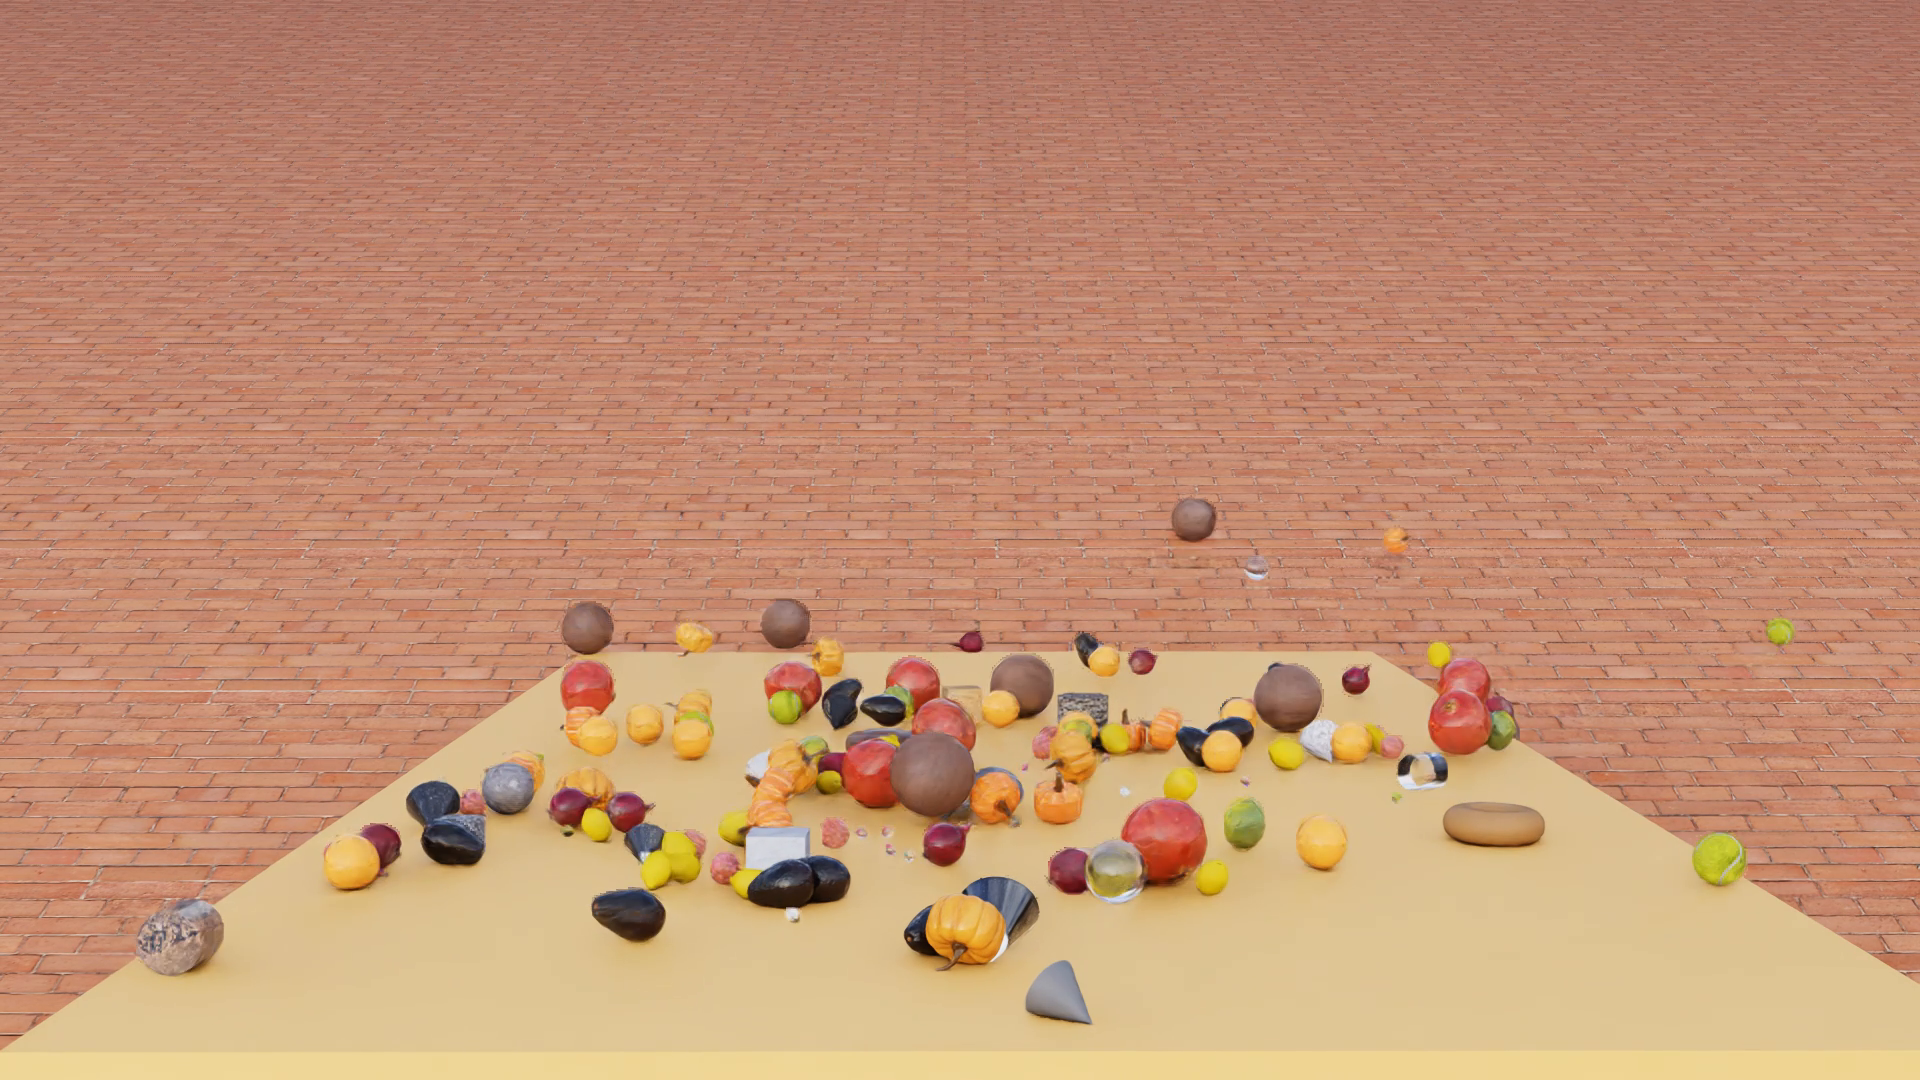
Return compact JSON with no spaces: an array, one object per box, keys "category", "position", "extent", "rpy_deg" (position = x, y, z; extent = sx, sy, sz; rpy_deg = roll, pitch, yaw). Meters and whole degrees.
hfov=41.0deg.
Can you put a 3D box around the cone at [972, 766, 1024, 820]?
[{"category":"cone","position":[0.046,0.407,3.956],"extent":[0.083,0.083,0.083],"rpy_deg":[6,31,16]}]

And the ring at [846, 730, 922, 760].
[{"category":"ring","position":[-0.138,0.367,4.611],"extent":[0.137,0.046,0.137],"rpy_deg":[0,2,0]}]

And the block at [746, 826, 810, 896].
[{"category":"block","position":[-0.237,0.420,3.360],"extent":[0.077,0.077,0.077],"rpy_deg":[0,3,1]}]

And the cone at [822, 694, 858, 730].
[{"category":"cone","position":[-0.239,0.351,5.016],"extent":[0.071,0.071,0.071],"rpy_deg":[2,30,6]}]

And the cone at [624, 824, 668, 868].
[{"category":"cone","position":[-0.433,0.434,3.541],"extent":[0.062,0.062,0.062],"rpy_deg":[-2,30,-5]}]

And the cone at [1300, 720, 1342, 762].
[{"category":"cone","position":[0.651,0.374,4.570],"extent":[0.078,0.078,0.078],"rpy_deg":[-3,30,-7]}]

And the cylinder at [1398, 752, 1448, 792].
[{"category":"cylinder","position":[0.760,0.381,4.220],"extent":[0.060,0.060,0.060],"rpy_deg":[-2,18,-39]}]

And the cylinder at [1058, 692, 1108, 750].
[{"category":"cylinder","position":[0.228,0.334,4.747],"extent":[0.094,0.094,0.094],"rpy_deg":[0,3,0]}]

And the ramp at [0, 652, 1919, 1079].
[{"category":"ramp","position":[0.049,0.444,4.532],"extent":[2.000,0.100,4.000],"rpy_deg":[0,3,0]}]

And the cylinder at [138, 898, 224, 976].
[{"category":"cylinder","position":[-0.879,0.448,2.899],"extent":[0.073,0.073,0.073],"rpy_deg":[2,3,4]}]

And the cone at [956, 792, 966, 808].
[{"category":"cone","position":[-0.014,0.395,4.056],"extent":[0.050,0.050,0.050],"rpy_deg":[0,3,0]}]

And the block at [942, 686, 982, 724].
[{"category":"block","position":[0.004,0.327,5.117],"extent":[0.068,0.068,0.068],"rpy_deg":[-1,3,-12]}]

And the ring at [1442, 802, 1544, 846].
[{"category":"ring","position":[0.776,0.413,3.738],"extent":[0.146,0.049,0.146],"rpy_deg":[1,3,0]}]

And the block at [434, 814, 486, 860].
[{"category":"block","position":[-0.704,0.417,3.618],"extent":[0.054,0.054,0.054],"rpy_deg":[1,3,11]}]

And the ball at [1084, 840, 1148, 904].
[{"category":"ball","position":[0.198,0.422,3.272],"extent":[0.081,0.081,0.081],"rpy_deg":[0,21,0]}]

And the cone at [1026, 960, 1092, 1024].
[{"category":"cone","position":[0.114,0.482,2.658],"extent":[0.067,0.067,0.067],"rpy_deg":[-18,41,-39]}]

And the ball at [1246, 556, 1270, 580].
[{"category":"ball","position":[0.836,0.080,7.228],"extent":[0.066,0.066,0.066],"rpy_deg":[0,21,0]}]

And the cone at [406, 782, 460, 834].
[{"category":"cone","position":[-0.782,0.415,3.821],"extent":[0.081,0.081,0.081],"rpy_deg":[-4,31,-11]}]

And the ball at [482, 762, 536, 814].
[{"category":"ball","position":[-0.698,0.384,3.972],"extent":[0.081,0.081,0.081],"rpy_deg":[0,21,0]}]

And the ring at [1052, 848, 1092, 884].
[{"category":"ring","position":[0.177,0.436,3.432],"extent":[0.111,0.037,0.111],"rpy_deg":[0,2,0]}]

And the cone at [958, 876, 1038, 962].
[{"category":"cone","position":[0.040,0.458,2.974],"extent":[0.097,0.097,0.097],"rpy_deg":[2,30,5]}]
